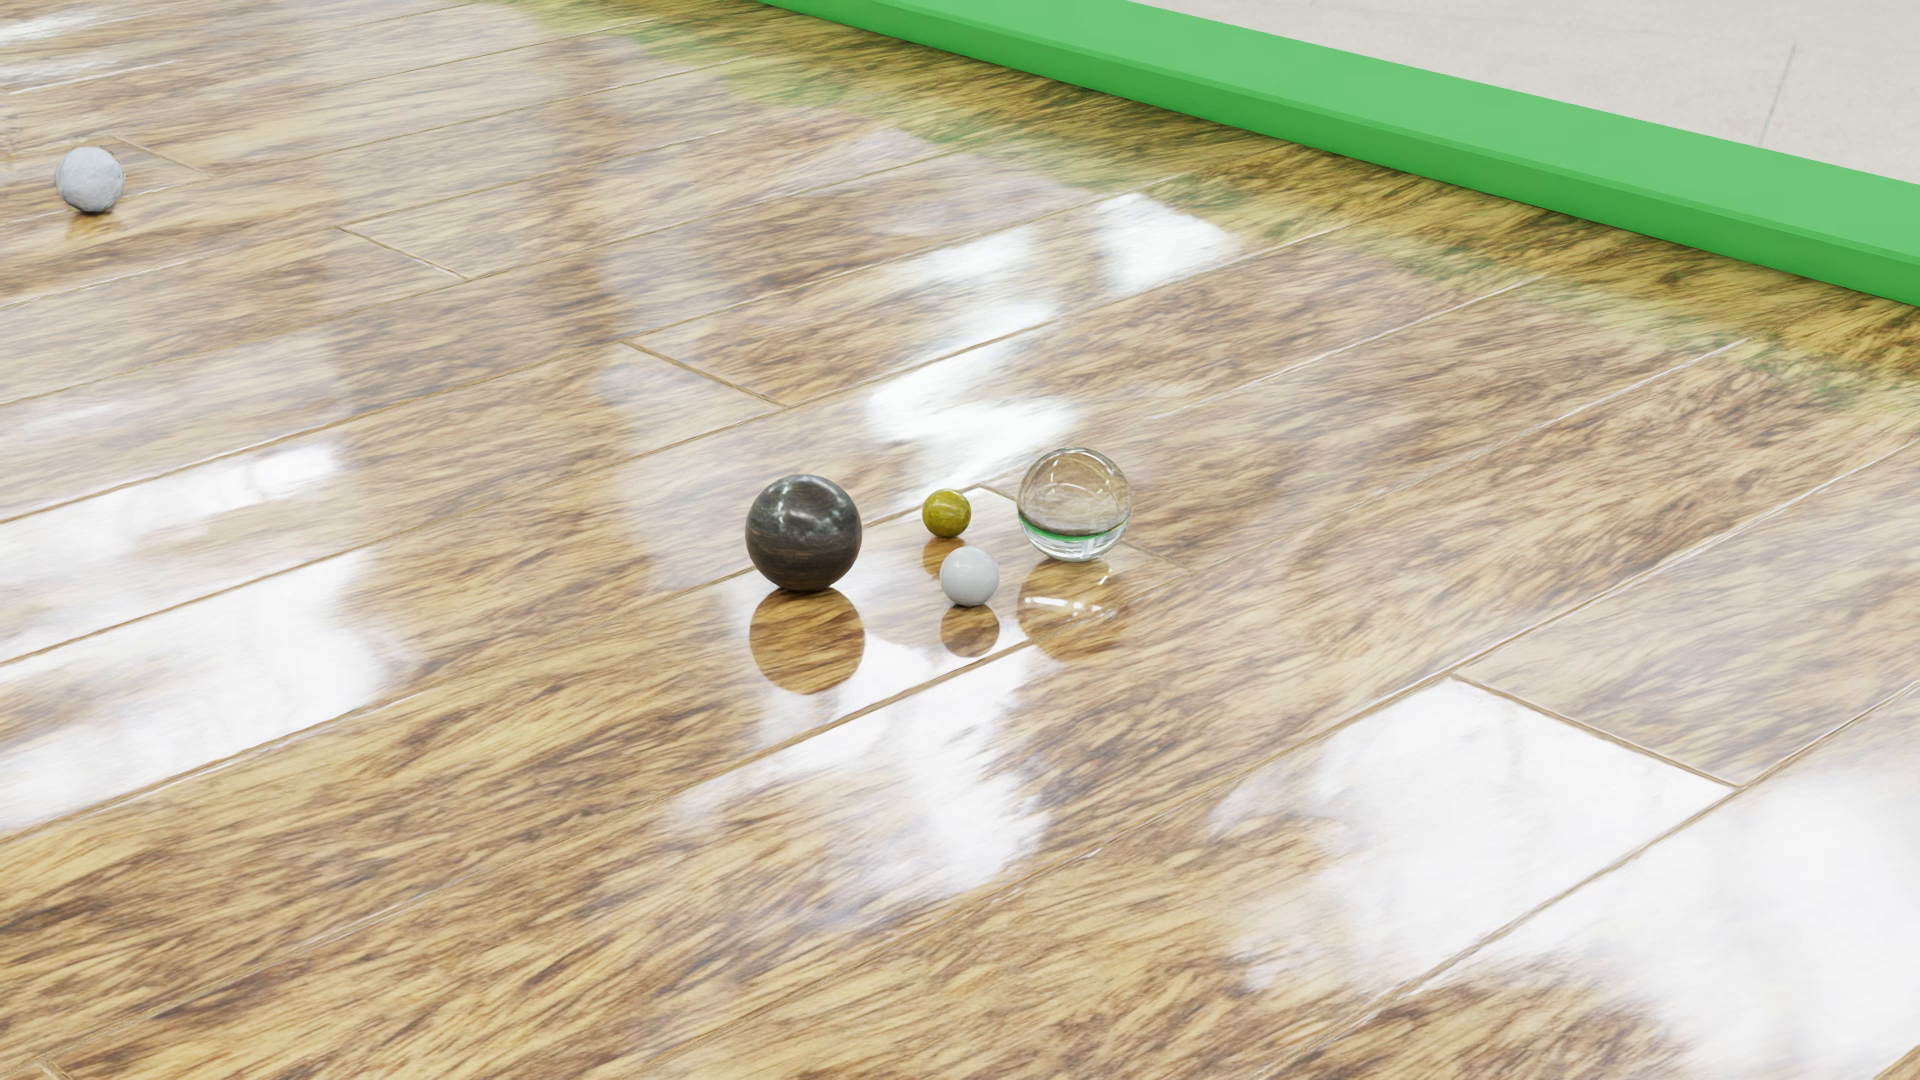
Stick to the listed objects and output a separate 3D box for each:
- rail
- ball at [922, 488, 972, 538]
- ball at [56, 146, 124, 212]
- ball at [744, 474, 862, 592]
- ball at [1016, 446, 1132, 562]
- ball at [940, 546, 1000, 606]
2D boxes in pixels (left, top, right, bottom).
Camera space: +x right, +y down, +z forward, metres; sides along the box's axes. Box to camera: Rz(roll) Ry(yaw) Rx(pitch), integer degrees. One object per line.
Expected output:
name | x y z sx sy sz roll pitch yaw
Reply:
rail | 0.095 -0.639 3.705 0.045 0.120 4.173 -21 31 -39
ball | -0.011 -0.022 2.398 0.041 0.041 0.041 0 24 0
ball | -0.949 -0.394 3.209 0.071 0.071 0.071 0 24 0
ball | -0.122 -0.006 2.297 0.092 0.092 0.092 0 24 0
ball | 0.091 -0.028 2.349 0.093 0.093 0.093 0 24 0
ball | 0.008 0.028 2.277 0.047 0.047 0.047 0 24 0
